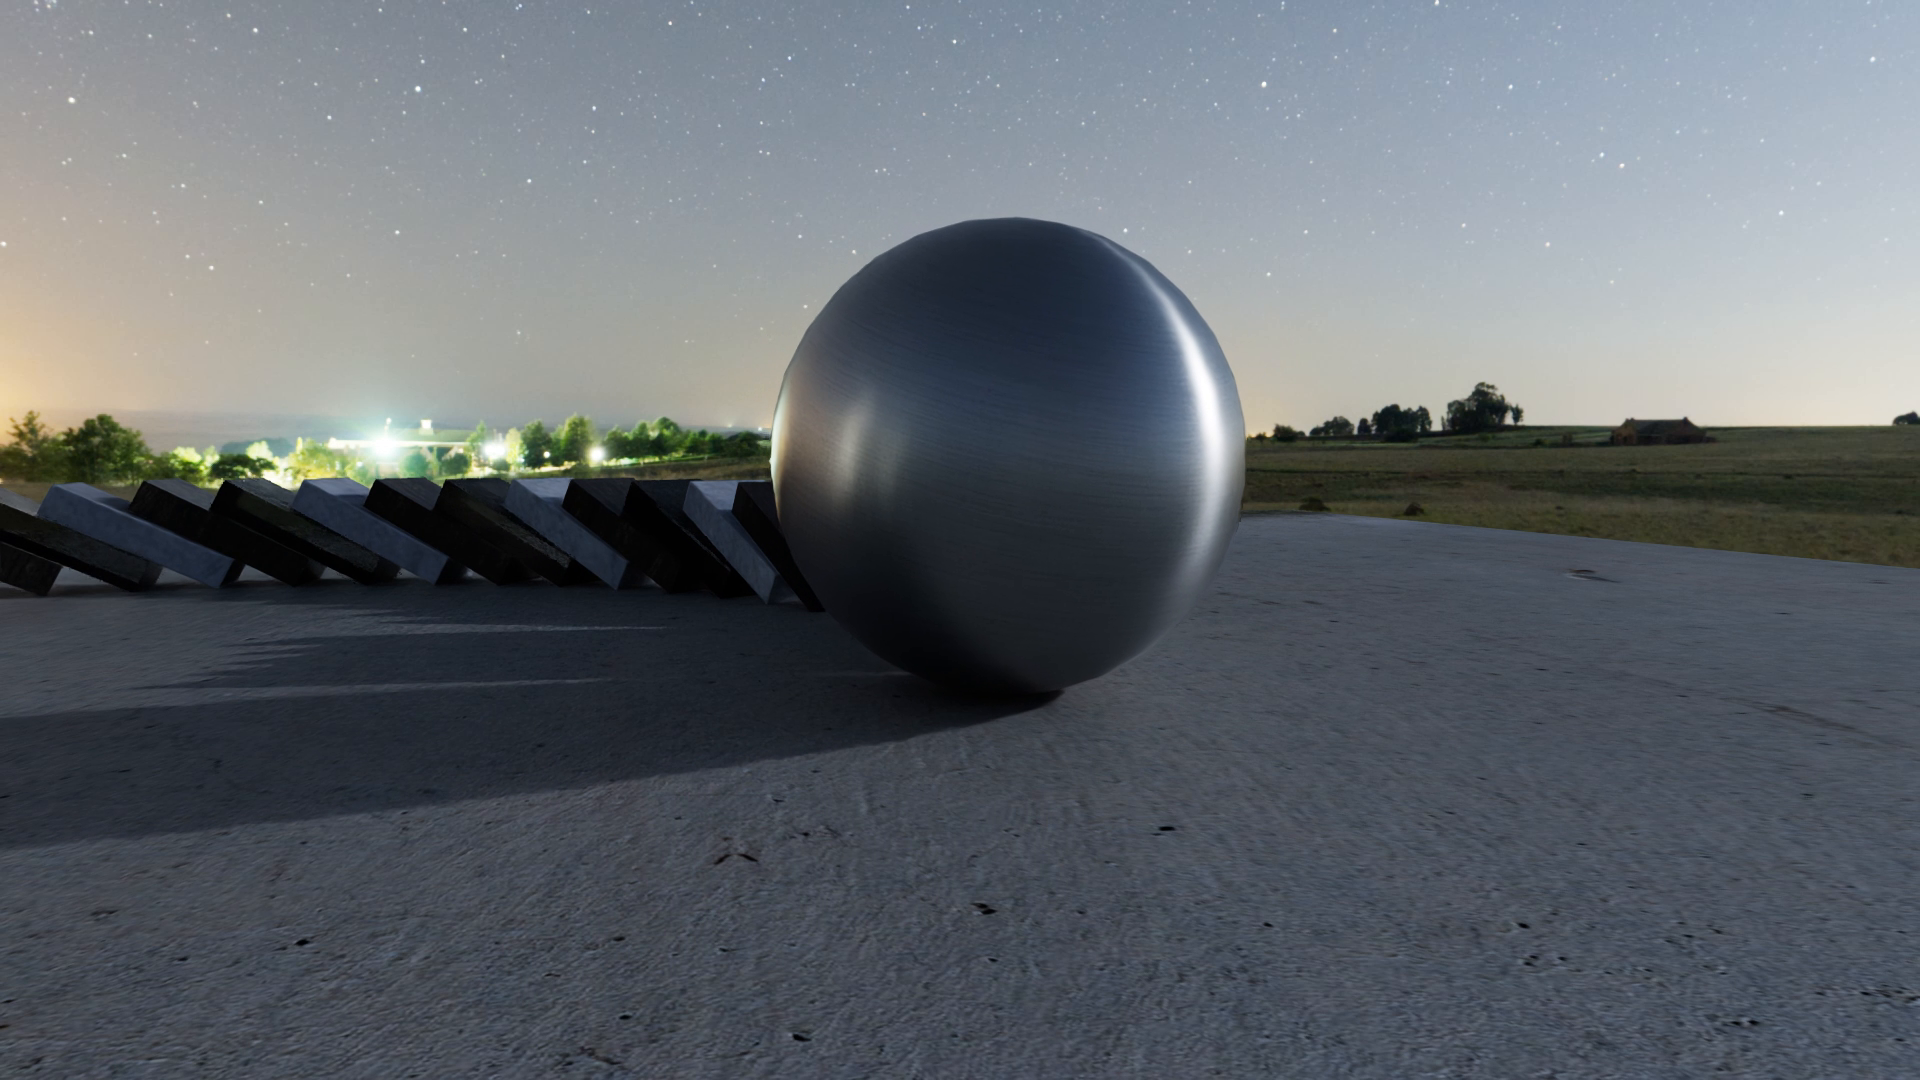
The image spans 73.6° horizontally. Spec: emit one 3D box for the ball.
[{"bbox_3d":[0.008,-0.014,0.218,0.080,0.080,0.080,0,4,0],"label":"ball"}]

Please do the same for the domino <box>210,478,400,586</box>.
[{"bbox_3d":[-0.199,-0.003,0.395,0.050,0.010,0.025,28,2,-6],"label":"domino"}]

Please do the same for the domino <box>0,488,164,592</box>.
[{"bbox_3d":[-0.260,-0.001,0.371,0.050,0.009,0.025,27,-5,-19],"label":"domino"}]

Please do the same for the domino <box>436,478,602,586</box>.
[{"bbox_3d":[-0.134,-0.003,0.397,0.050,0.009,0.025,30,12,14],"label":"domino"}]

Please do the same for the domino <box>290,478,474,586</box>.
[{"bbox_3d":[-0.177,-0.003,0.399,0.050,0.010,0.025,28,6,1],"label":"domino"}]

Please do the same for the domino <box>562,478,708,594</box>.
[{"bbox_3d":[-0.093,-0.002,0.384,0.050,0.010,0.025,34,20,25],"label":"domino"}]

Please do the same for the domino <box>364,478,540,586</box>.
[{"bbox_3d":[-0.156,-0.003,0.400,0.050,0.009,0.025,29,8,7],"label":"domino"}]

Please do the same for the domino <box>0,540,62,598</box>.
[{"bbox_3d":[-0.278,0.000,0.355,0.050,0.010,0.025,30,-12,-31],"label":"domino"}]

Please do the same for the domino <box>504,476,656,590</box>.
[{"bbox_3d":[-0.112,-0.003,0.392,0.050,0.009,0.025,32,17,21],"label":"domino"}]

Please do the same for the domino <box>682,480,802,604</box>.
[{"bbox_3d":[-0.055,0.000,0.361,0.025,0.009,0.050,-4,34,-41],"label":"domino"}]

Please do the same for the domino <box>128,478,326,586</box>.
[{"bbox_3d":[-0.220,-0.003,0.390,0.050,0.009,0.025,28,-1,-11],"label":"domino"}]

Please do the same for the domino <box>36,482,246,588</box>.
[{"bbox_3d":[-0.240,-0.002,0.381,0.050,0.009,0.025,27,-4,-18],"label":"domino"}]

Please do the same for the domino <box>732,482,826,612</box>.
[{"bbox_3d":[-0.039,0.001,0.346,0.025,0.009,0.050,-3,33,-36],"label":"domino"}]

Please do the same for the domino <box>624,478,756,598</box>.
[{"bbox_3d":[-0.073,-0.001,0.374,0.050,0.009,0.025,37,26,32],"label":"domino"}]
